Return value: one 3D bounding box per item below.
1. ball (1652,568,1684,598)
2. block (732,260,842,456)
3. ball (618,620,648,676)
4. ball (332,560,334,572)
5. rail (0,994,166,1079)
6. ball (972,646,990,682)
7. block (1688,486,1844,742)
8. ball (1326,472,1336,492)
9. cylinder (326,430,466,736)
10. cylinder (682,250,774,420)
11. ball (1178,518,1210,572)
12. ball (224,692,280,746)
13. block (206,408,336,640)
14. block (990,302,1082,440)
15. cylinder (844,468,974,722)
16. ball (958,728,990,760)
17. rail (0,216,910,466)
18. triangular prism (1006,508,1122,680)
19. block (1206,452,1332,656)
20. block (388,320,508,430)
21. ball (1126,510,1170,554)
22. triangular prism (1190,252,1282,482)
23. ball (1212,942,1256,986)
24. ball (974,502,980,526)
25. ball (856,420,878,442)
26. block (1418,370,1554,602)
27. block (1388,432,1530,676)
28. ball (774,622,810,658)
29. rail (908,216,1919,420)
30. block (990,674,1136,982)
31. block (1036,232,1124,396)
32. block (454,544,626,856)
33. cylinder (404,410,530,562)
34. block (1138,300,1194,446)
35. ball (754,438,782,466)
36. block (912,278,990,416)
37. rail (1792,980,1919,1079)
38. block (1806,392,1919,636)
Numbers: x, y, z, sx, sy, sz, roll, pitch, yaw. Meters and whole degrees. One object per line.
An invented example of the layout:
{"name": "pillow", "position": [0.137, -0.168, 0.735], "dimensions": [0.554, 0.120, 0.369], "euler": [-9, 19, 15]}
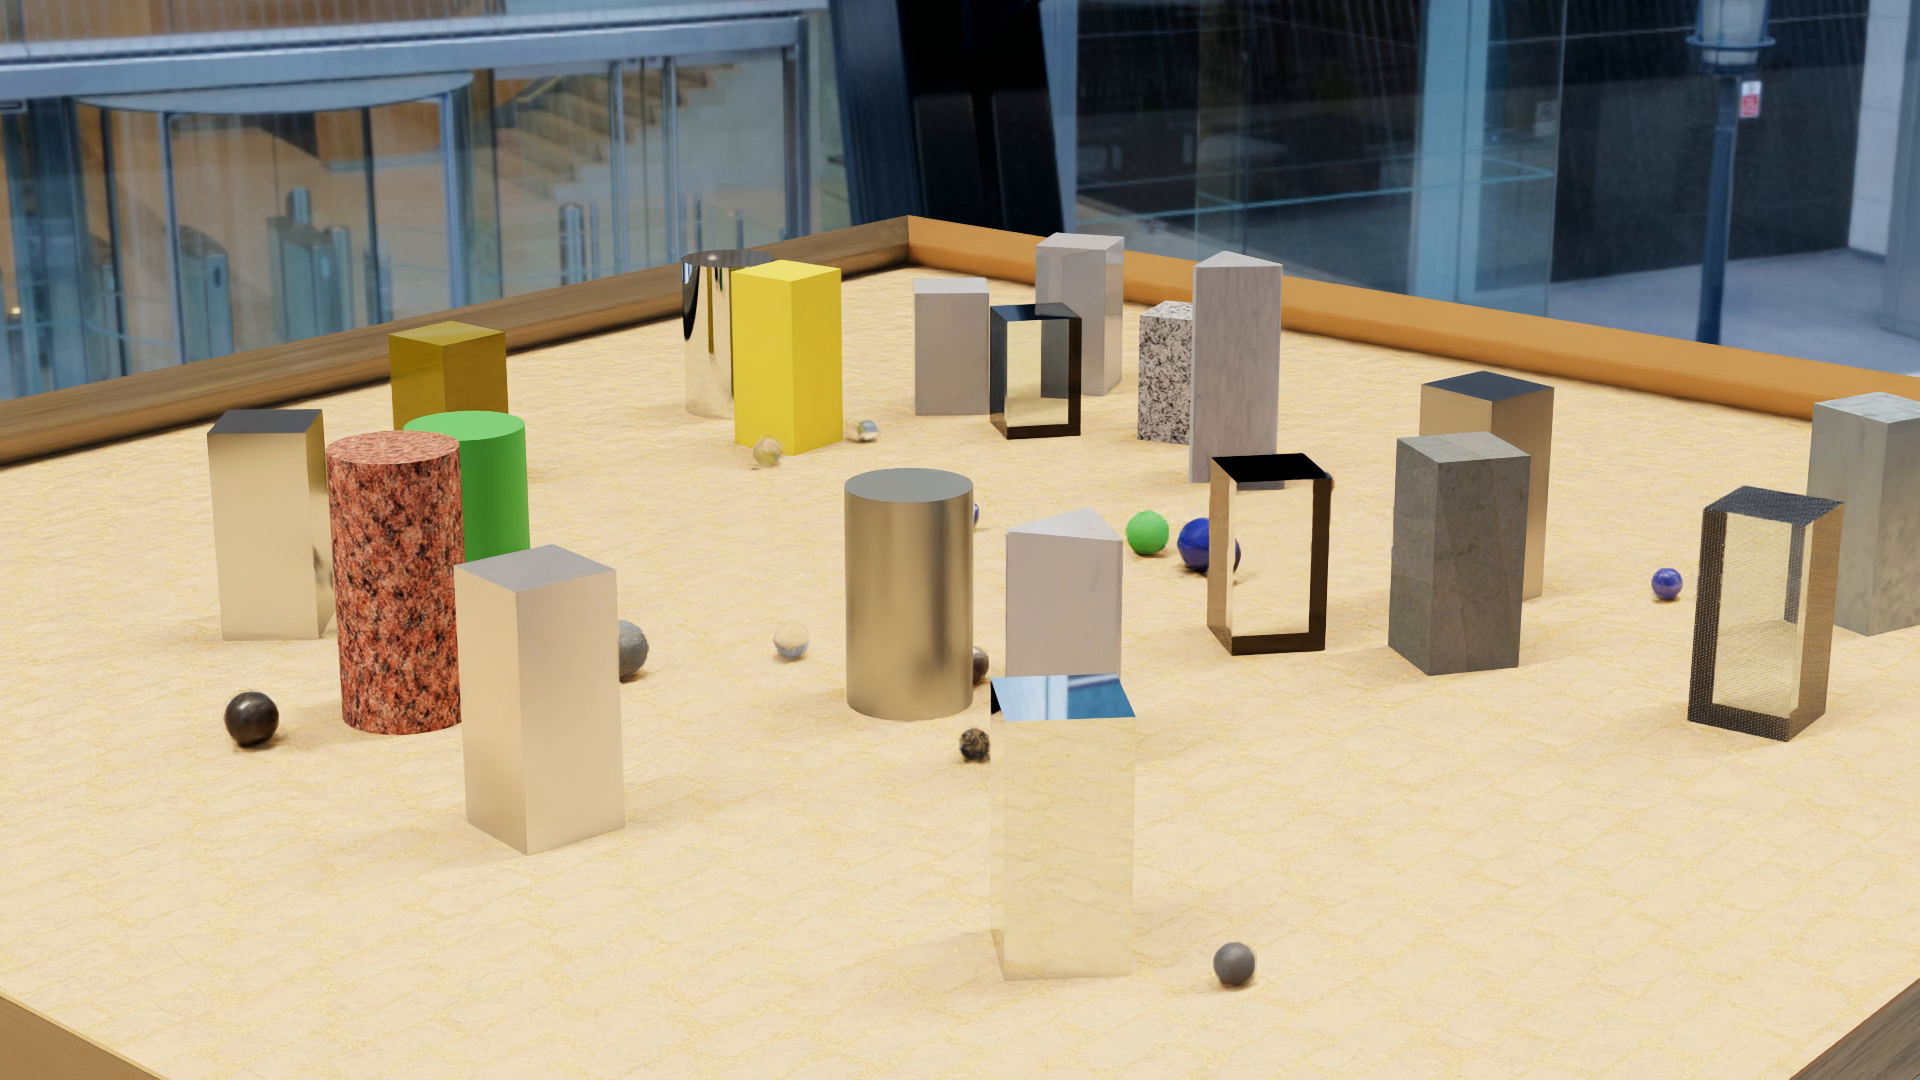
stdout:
{"name": "ball", "position": [1.233, 0.075, 5.112], "dimensions": [0.055, 0.055, 0.055], "euler": [0, 17, 0]}
{"name": "block", "position": [-0.358, -0.380, 6.084], "dimensions": [0.160, 0.365, 0.160], "euler": [12, 21, 35]}
{"name": "ball", "position": [-0.547, 0.175, 4.720], "dimensions": [0.090, 0.090, 0.090], "euler": [0, 17, 0]}
{"name": "ball", "position": [-1.084, 0.056, 5.153], "dimensions": [0.067, 0.067, 0.067], "euler": [0, 17, 0]}
{"name": "rail", "position": [-1.378, 0.490, 3.600], "dimensions": [4.065, 0.130, 0.045], "euler": [14, 22, 39]}
{"name": "ball", "position": [0.018, 0.199, 4.695], "dimensions": [0.059, 0.059, 0.059], "euler": [0, 17, 0]}
{"name": "block", "position": [1.235, 0.111, 4.496], "dimensions": [0.160, 0.342, 0.160], "euler": [12, 20, 34]}
{"name": "ball", "position": [0.707, -0.109, 5.730], "dimensions": [0.051, 0.051, 0.051], "euler": [0, 17, 0]}
{"name": "cylinder", "position": [-0.859, 0.064, 4.503], "dimensions": [0.200, 0.428, 0.200], "euler": [0, 17, 0]}
{"name": "cylinder", "position": [-0.501, -0.448, 6.370], "dimensions": [0.200, 0.332, 0.200], "euler": [0, 17, 0]}
{"name": "ball", "position": [0.439, 0.007, 5.264], "dimensions": [0.097, 0.097, 0.097], "euler": [0, 17, 0]}
{"name": "ball", "position": [-1.068, 0.269, 4.422], "dimensions": [0.082, 0.082, 0.082], "euler": [0, 17, 0]}
{"name": "block", "position": [-1.154, -0.026, 4.924], "dimensions": [0.160, 0.358, 0.160], "euler": [0, 17, -2]}
{"name": "block", "position": [0.159, -0.359, 6.209], "dimensions": [0.160, 0.253, 0.160], "euler": [-4, 17, -12]}
{"name": "cylinder", "position": [-0.079, 0.083, 4.572], "dimensions": [0.200, 0.351, 0.200], "euler": [0, 17, 0]}
{"name": "ball", "position": [0.022, 0.304, 4.364], "dimensions": [0.048, 0.048, 0.048], "euler": [0, 17, 0]}
{"name": "rail", "position": [-1.517, -0.347, 6.381], "dimensions": [0.045, 0.130, 4.252], "euler": [14, 22, 39]}
{"name": "triangular prism", "position": [0.172, 0.141, 4.378], "dimensions": [0.173, 0.352, 0.150], "euler": [5, 17, 16]}
{"name": "block", "position": [0.511, 0.023, 4.868], "dimensions": [0.160, 0.296, 0.160], "euler": [-3, 17, -10]}
{"name": "block", "position": [-1.005, -0.259, 5.787], "dimensions": [0.160, 0.306, 0.160], "euler": [14, 21, 38]}
{"name": "ball", "position": [0.343, -0.013, 5.360], "dimensions": [0.081, 0.081, 0.081], "euler": [0, 17, 0]}
{"name": "triangular prism", "position": [0.536, -0.347, 5.850], "dimensions": [0.173, 0.437, 0.150], "euler": [-2, 17, -5]}
{"name": "ball", "position": [0.339, 0.524, 3.626], "dimensions": [0.053, 0.053, 0.053], "euler": [0, 17, 0]}
{"name": "ball", "position": [0.005, -0.048, 5.506], "dimensions": [0.064, 0.064, 0.064], "euler": [0, 17, 0]}
{"name": "ball", "position": [-0.193, -0.229, 6.136], "dimensions": [0.047, 0.047, 0.047], "euler": [0, 17, 0]}
{"name": "block", "position": [0.906, -0.085, 5.088], "dimensions": [0.160, 0.376, 0.160], "euler": [-13, 21, -37]}
{"name": "block", "position": [0.810, 0.020, 4.770], "dimensions": [0.160, 0.356, 0.160], "euler": [-5, 17, -15]}
{"name": "ball", "position": [-0.276, 0.163, 4.811], "dimensions": [0.060, 0.060, 0.060], "euler": [0, 17, 0]}
{"name": "rail", "position": [1.378, -0.425, 6.640], "dimensions": [4.065, 0.130, 0.045], "euler": [14, 22, 39]}
{"name": "block", "position": [0.126, 0.358, 3.672], "dimensions": [0.160, 0.343, 0.160], "euler": [-2, 17, -5]}
{"name": "block", "position": [0.267, -0.506, 6.562], "dimensions": [0.160, 0.331, 0.160], "euler": [5, 18, 17]}
{"name": "block", "position": [-0.583, 0.219, 4.070], "dimensions": [0.160, 0.380, 0.160], "euler": [-14, 21, -38]}
{"name": "cylinder", "position": [-0.826, -0.025, 4.939], "dimensions": [0.200, 0.346, 0.200], "euler": [0, 17, 0]}
{"name": "block", "position": [0.478, -0.350, 6.158], "dimensions": [0.160, 0.266, 0.160], "euler": [7, 18, 22]}
{"name": "ball", "position": [-0.391, -0.180, 5.953], "dimensions": [0.058, 0.058, 0.058], "euler": [0, 17, 0]}
{"name": "block", "position": [-0.021, -0.423, 6.393], "dimensions": [0.160, 0.270, 0.160], "euler": [-1, 17, -2]}
{"name": "rail", "position": [1.517, 0.412, 3.859], "dimensions": [0.045, 0.130, 4.252], "euler": [14, 22, 39]}
{"name": "block", "position": [1.549, -0.046, 4.969], "dimensions": [0.160, 0.369, 0.160], "euler": [-10, 19, -30]}
